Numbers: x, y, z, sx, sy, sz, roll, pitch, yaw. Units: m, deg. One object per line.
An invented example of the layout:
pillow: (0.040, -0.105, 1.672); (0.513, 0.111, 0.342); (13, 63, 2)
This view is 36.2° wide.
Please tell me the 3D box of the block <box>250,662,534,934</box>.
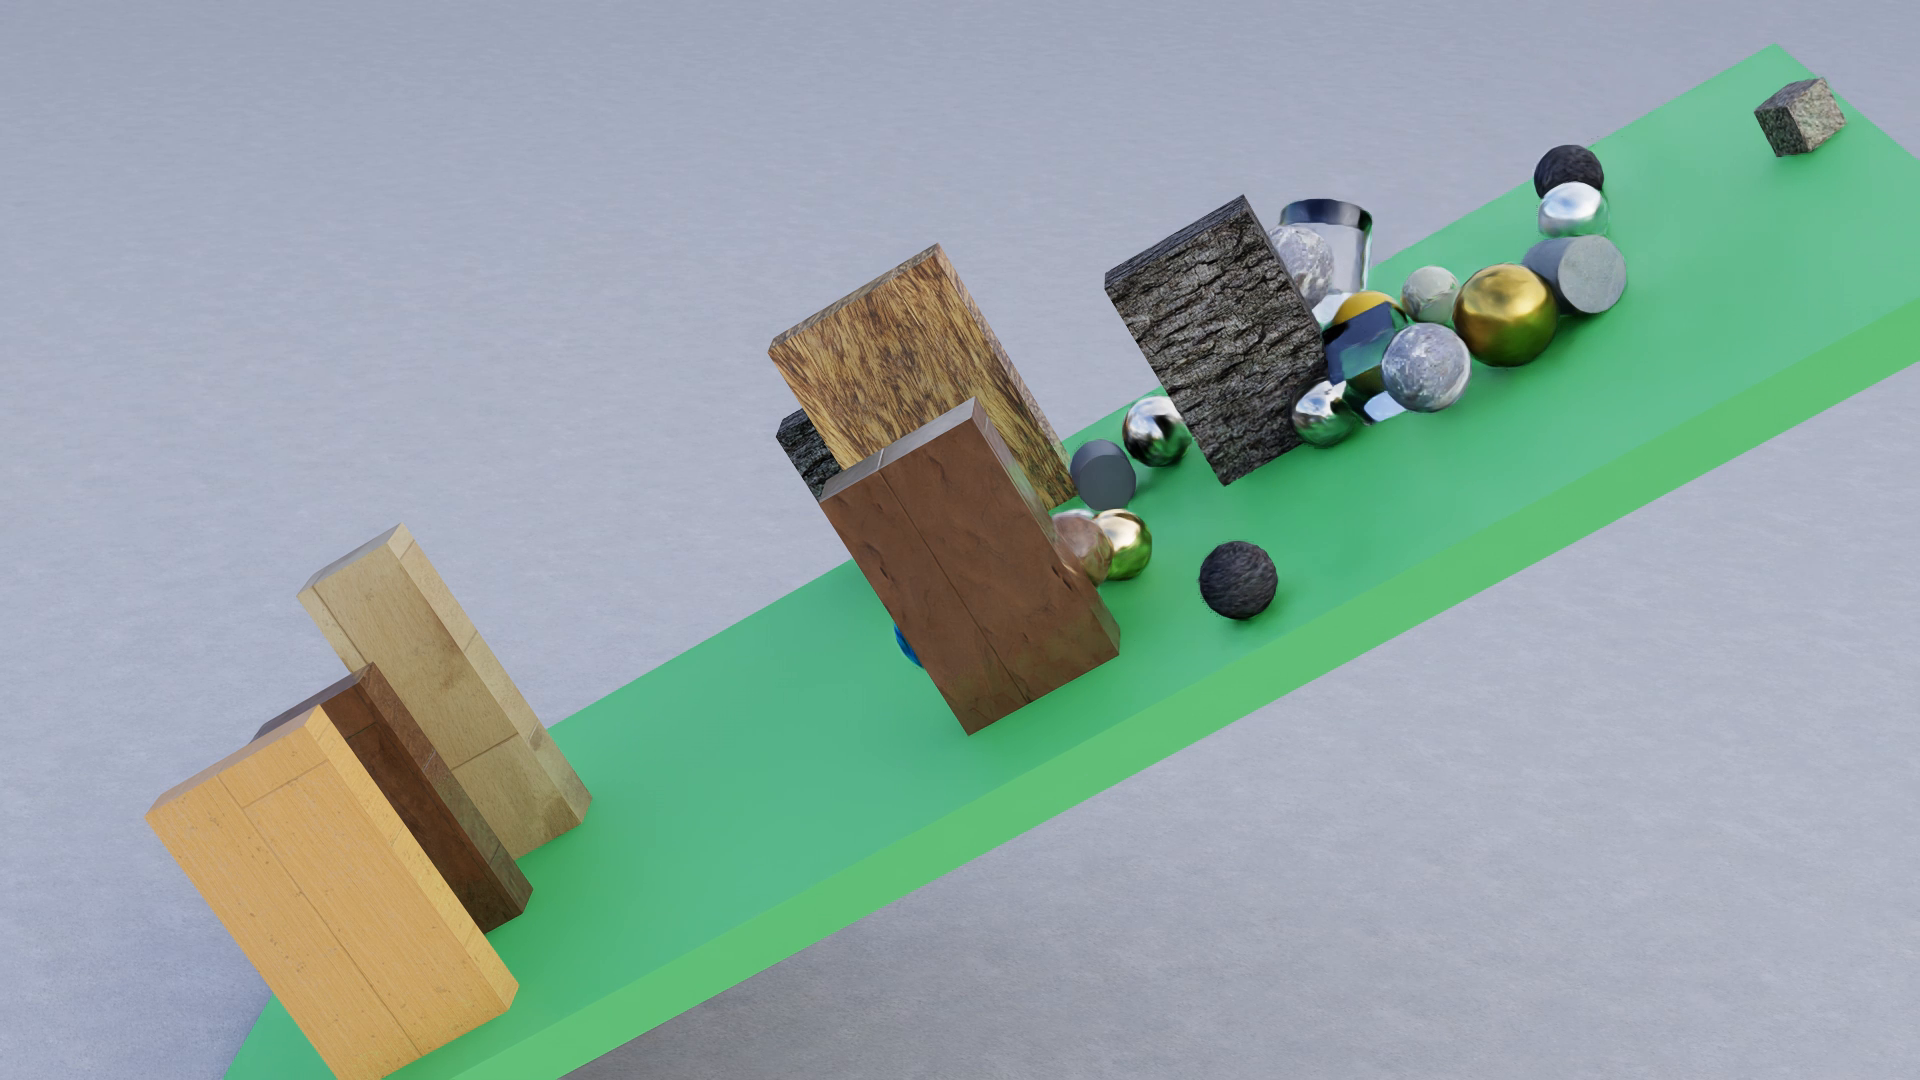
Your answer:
block: (-1.210, 0.594, 6.271); (0.290, 0.612, 0.120); (-29, 15, 13)

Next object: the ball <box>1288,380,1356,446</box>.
ball: (0.737, -0.258, 5.979); (0.137, 0.137, 0.137); (0, 19, 0)

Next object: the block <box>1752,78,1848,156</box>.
block: (1.710, -0.861, 5.986); (0.109, 0.109, 0.109); (-37, 15, -17)

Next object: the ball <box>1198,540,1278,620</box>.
ball: (0.507, 0.073, 5.363); (0.143, 0.143, 0.143); (0, 19, 0)

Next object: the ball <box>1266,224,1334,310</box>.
ball: (0.700, -0.574, 6.253); (0.191, 0.191, 0.191); (0, 19, 0)

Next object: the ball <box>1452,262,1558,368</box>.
ball: (1.067, -0.439, 5.751); (0.205, 0.205, 0.205); (0, 19, 0)

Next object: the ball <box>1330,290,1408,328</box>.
ball: (0.872, -0.449, 6.262); (0.164, 0.164, 0.164); (0, 19, 0)

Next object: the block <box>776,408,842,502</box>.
block: (-0.161, -0.194, 7.072); (0.393, 0.411, 0.145); (-29, 15, 13)

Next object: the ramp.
ramp: (0.142, 0.168, 6.287); (4.000, 0.100, 2.000); (-29, 15, 13)

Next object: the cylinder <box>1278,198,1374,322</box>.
cylinder: (0.799, -0.614, 6.482); (0.207, 0.207, 0.207); (7, -17, 2)

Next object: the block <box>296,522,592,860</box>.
block: (-1.151, 0.356, 6.603); (0.246, 0.772, 0.143); (-29, 15, 13)

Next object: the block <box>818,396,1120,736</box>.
block: (0.023, 0.052, 5.628); (0.337, 0.546, 0.142); (-29, 15, 13)

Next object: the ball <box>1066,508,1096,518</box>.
ball: (0.245, 0.008, 6.107); (0.147, 0.147, 0.147); (0, 19, 0)

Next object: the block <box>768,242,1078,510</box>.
block: (-0.076, -0.286, 6.730); (0.443, 0.644, 0.125); (-29, 15, 13)

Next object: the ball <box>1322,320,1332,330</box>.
ball: (0.829, -0.428, 6.393); (0.111, 0.111, 0.111); (0, 19, 0)

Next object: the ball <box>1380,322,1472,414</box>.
ball: (0.906, -0.335, 5.719); (0.176, 0.176, 0.176); (0, 19, 0)

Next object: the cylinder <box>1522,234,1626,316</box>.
cylinder: (1.211, -0.523, 5.818); (0.153, 0.153, 0.153); (-7, 4, -19)

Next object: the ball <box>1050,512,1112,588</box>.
ball: (0.214, 0.032, 5.826); (0.173, 0.173, 0.173); (0, 19, 0)

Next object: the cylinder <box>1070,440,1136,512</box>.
cylinder: (0.315, -0.142, 6.459); (0.130, 0.130, 0.130); (-1, 17, -4)

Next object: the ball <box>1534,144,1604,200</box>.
ball: (1.336, -0.793, 6.455); (0.150, 0.150, 0.150); (0, 19, 0)

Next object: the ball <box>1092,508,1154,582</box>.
ball: (0.317, 0.010, 5.949); (0.148, 0.148, 0.148); (0, 19, 0)

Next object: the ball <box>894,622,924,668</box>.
ball: (-0.037, 0.174, 6.049); (0.197, 0.197, 0.197); (0, 19, 0)

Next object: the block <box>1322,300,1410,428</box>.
block: (0.843, -0.355, 5.932); (0.152, 0.152, 0.152); (-26, 45, 25)

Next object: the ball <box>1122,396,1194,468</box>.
ball: (0.436, -0.239, 6.491); (0.159, 0.159, 0.159); (0, 19, 0)

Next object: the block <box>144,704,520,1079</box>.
block: (-1.225, 0.710, 5.759); (0.385, 0.697, 0.105); (-29, 15, 13)

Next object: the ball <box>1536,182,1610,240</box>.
ball: (1.288, -0.678, 6.180); (0.149, 0.149, 0.149); (0, 19, 0)

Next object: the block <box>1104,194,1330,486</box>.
block: (0.569, -0.414, 6.121); (0.332, 0.493, 0.139); (-29, 15, 13)

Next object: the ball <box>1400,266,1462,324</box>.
ball: (0.993, -0.513, 6.197); (0.129, 0.129, 0.129); (0, 19, 0)
